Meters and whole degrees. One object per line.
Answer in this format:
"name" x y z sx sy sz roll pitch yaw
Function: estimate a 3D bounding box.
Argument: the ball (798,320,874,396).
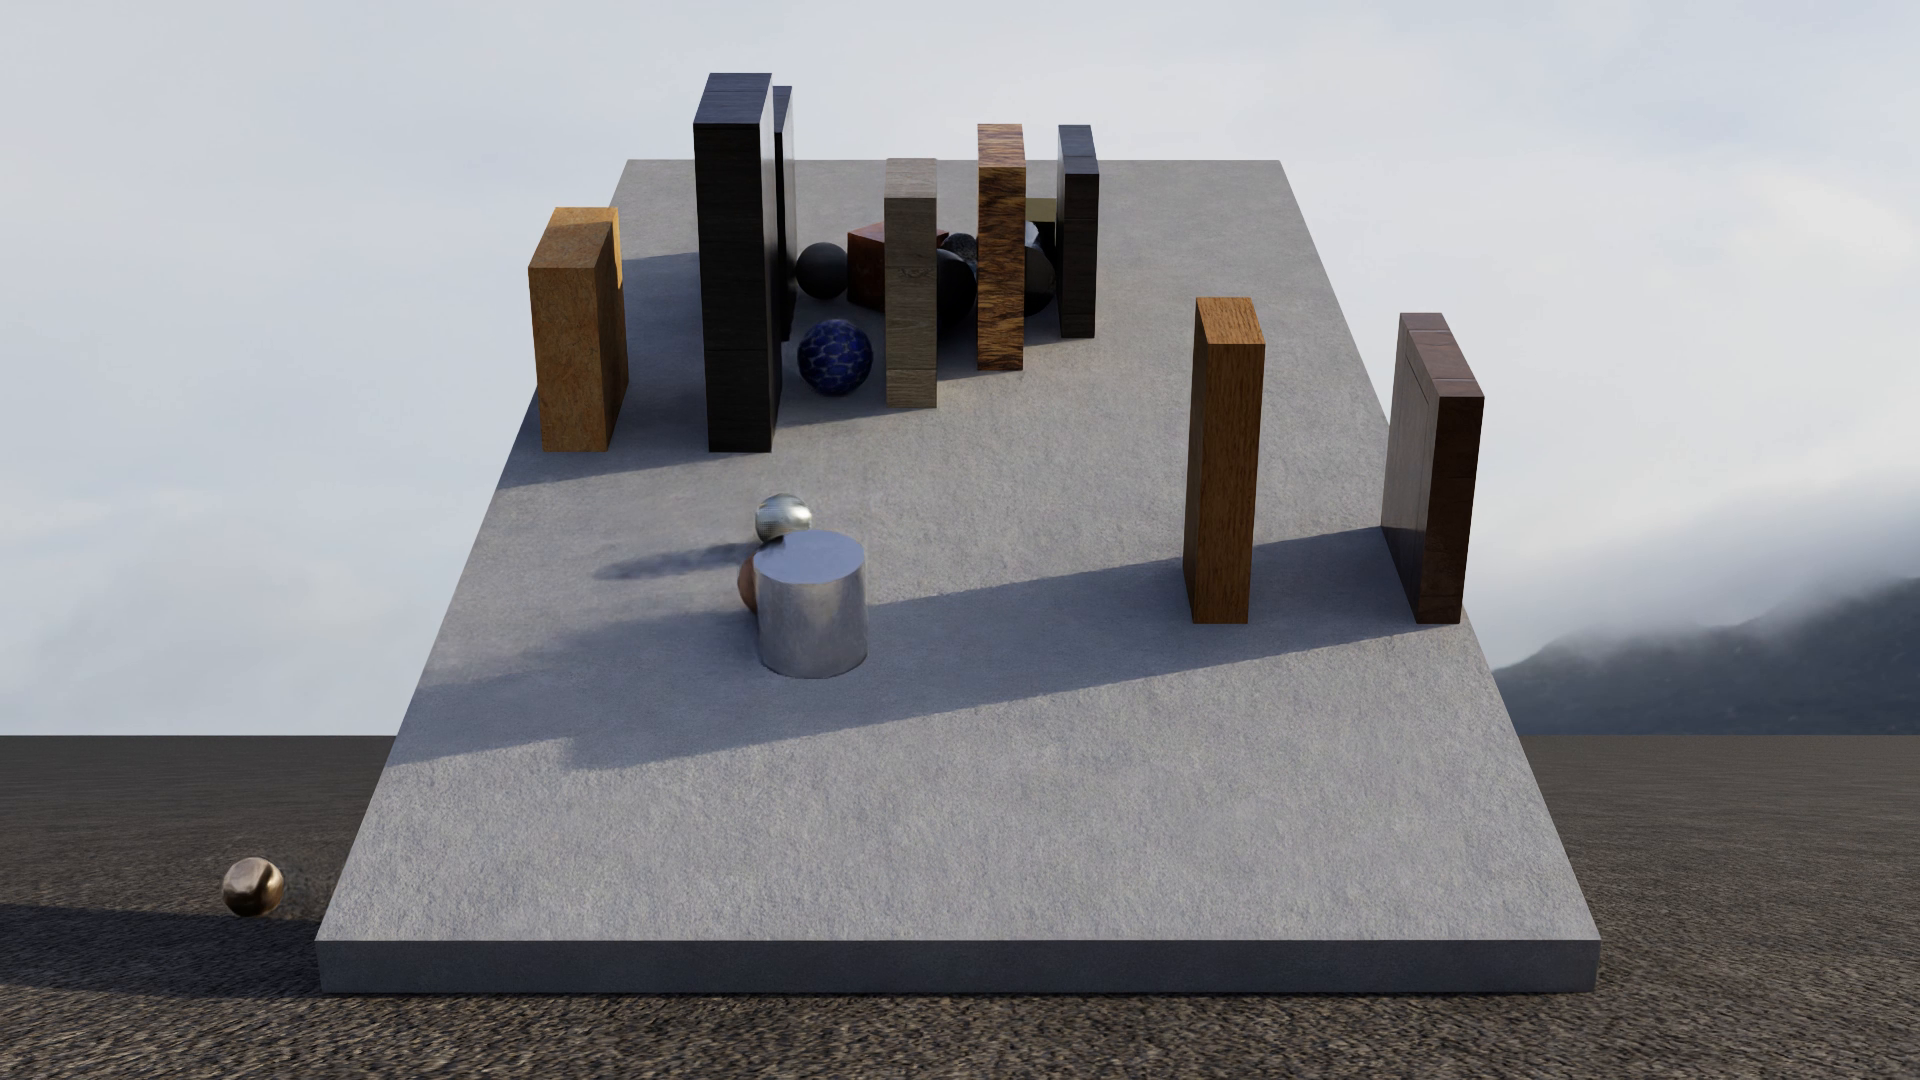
"ball" -0.295 -0.431 5.578 0.179 0.179 0.179 0 -5 0

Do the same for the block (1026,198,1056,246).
"block" 0.156 -0.786 6.277 0.192 0.192 0.192 2 27 3

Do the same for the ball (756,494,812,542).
"ball" -0.363 -0.037 4.860 0.117 0.117 0.117 0 -5 0

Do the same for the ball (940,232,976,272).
"ball" 0.002 -0.731 6.059 0.115 0.115 0.115 0 -5 0

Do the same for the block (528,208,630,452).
"block" -0.865 -0.485 5.395 0.144 0.437 0.409 0 27 0

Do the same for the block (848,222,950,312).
"block" -0.161 -0.707 6.115 0.185 0.185 0.185 20 31 35

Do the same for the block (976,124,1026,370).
"block" 0.098 -0.719 5.785 0.110 0.512 0.351 0 27 0

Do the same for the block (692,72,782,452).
"block" -0.493 -0.624 5.315 0.140 0.759 0.394 0 27 0

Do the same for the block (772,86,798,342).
"block" -0.476 -0.826 5.965 0.099 0.539 0.408 0 27 0

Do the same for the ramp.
"ramp" -0.010 -0.228 5.485 2.000 0.100 4.000 0 27 0

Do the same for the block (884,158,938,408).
"block" -0.113 -0.605 5.553 0.117 0.513 0.295 0 27 0

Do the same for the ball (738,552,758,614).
"ball" -0.360 0.082 4.591 0.142 0.142 0.142 0 -5 0

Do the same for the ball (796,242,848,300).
"ball" -0.354 -0.700 6.151 0.149 0.149 0.149 0 -5 0

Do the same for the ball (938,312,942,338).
"ball" -0.111 -0.531 5.830 0.134 0.134 0.134 0 -5 0

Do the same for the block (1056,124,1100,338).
"block" 0.296 -0.790 6.020 0.083 0.429 0.410 0 27 0

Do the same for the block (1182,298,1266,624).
"block" 0.506 -0.152 4.573 0.105 0.584 0.240 0 27 0

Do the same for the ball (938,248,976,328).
"ball" -0.059 -0.632 5.952 0.201 0.201 0.201 0 -5 0

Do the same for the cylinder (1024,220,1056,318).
"cylinder" 0.152 -0.700 6.101 0.196 0.196 0.196 0 27 3

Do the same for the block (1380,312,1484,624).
"block" 0.930 -0.148 4.684 0.084 0.479 0.433 0 27 0

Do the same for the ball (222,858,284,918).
"ball" -1.552 0.763 5.187 0.131 0.131 0.131 0 -5 0

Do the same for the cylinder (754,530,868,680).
"cylinder" -0.278 0.121 4.435 0.206 0.206 0.206 -1 29 0
